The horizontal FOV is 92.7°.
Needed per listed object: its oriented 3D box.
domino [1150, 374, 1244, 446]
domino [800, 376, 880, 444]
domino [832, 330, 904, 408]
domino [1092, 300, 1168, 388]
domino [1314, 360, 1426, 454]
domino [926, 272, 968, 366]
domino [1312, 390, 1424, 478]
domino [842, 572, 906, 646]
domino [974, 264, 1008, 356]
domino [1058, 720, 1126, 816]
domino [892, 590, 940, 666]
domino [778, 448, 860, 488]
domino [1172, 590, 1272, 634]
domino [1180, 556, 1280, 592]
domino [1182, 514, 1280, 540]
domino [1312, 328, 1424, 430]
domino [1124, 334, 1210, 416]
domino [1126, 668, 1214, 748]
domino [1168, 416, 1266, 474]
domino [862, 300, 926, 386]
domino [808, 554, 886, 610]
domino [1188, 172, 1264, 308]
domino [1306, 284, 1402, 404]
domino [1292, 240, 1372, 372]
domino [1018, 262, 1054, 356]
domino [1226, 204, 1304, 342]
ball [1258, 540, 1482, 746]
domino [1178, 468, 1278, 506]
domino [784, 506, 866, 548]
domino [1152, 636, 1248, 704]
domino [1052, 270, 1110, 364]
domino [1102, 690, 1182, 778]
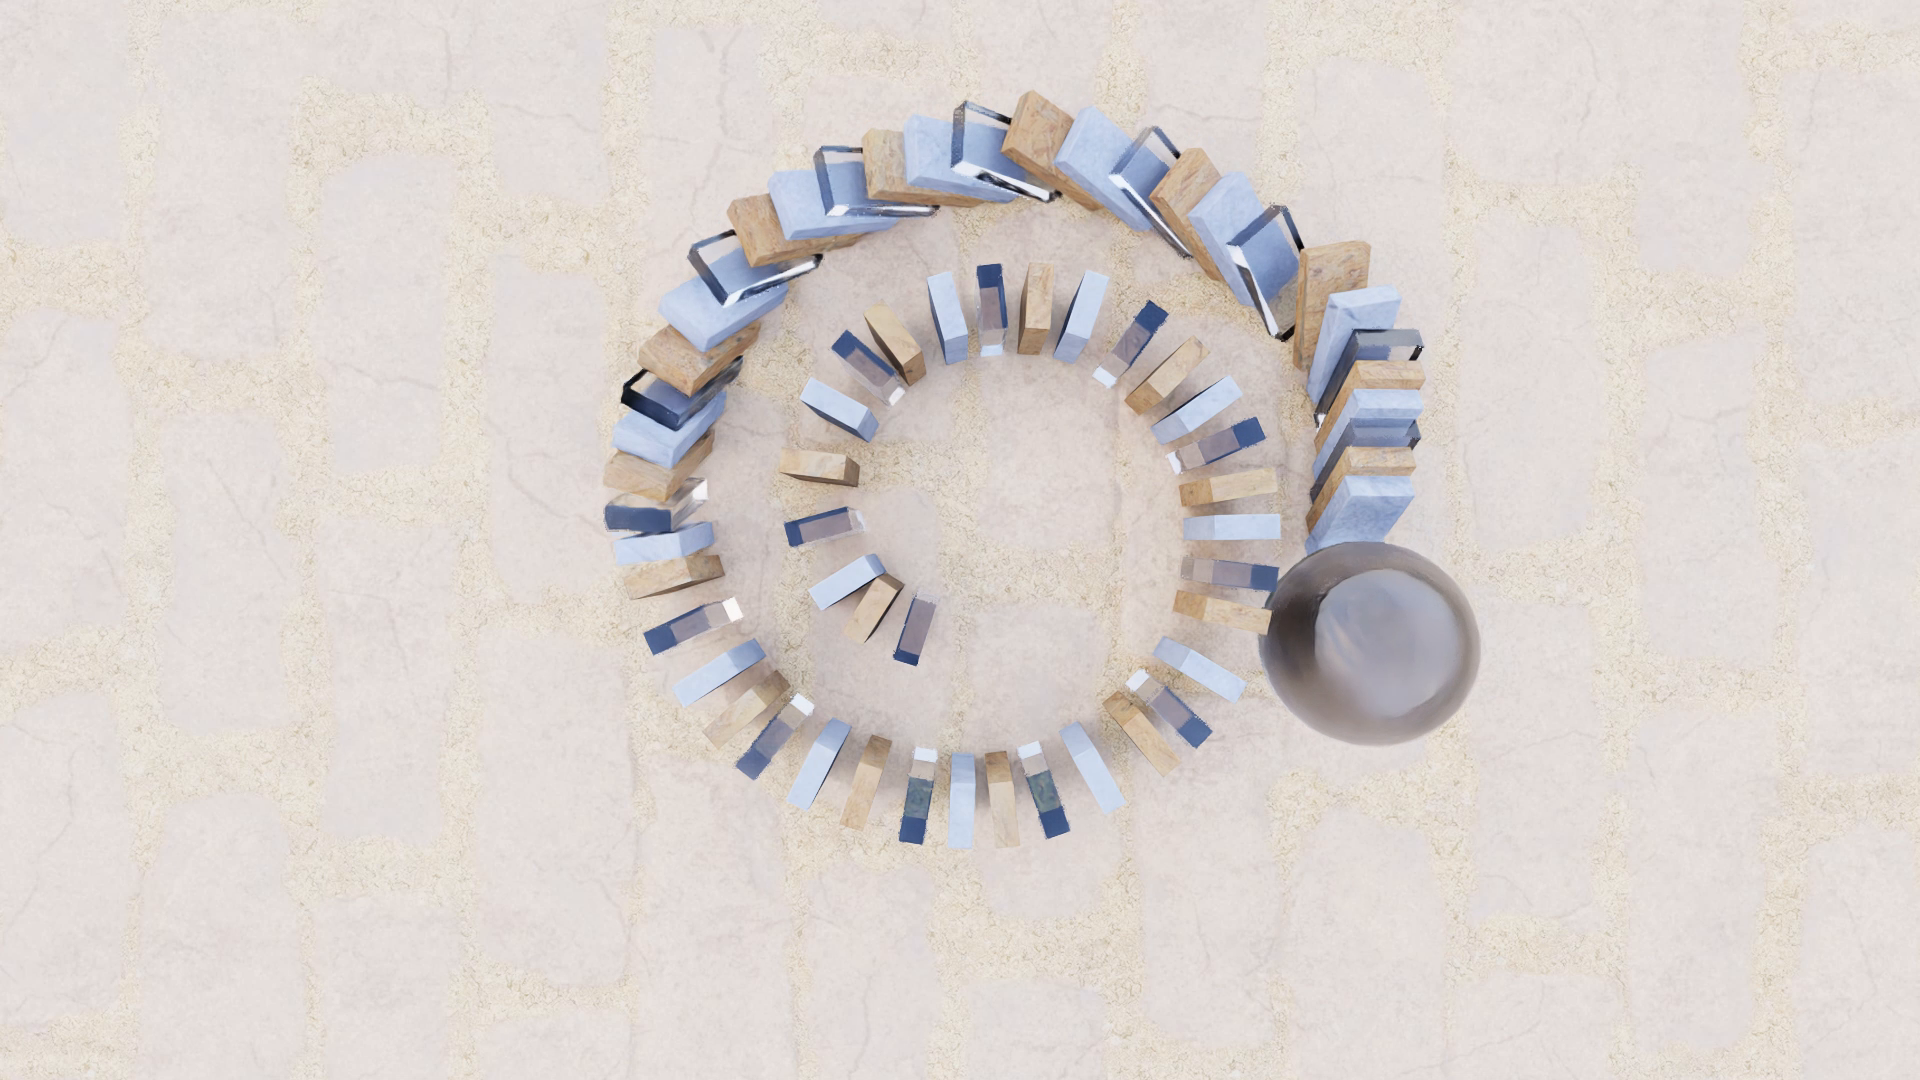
[{"bbox_3d":[0.096,-0.052,0.375,0.025,0.050,0.010,-35,90,0],"label":"domino"},{"bbox_3d":[-0.048,-0.052,0.375,0.025,0.050,0.009,28,90,0],"label":"domino"},{"bbox_3d":[-0.037,-0.069,0.375,0.025,0.050,0.009,40,90,0],"label":"domino"},{"bbox_3d":[0.069,-0.079,0.375,0.009,0.050,0.025,36,90,0],"label":"domino"},{"bbox_3d":[0.167,-0.053,0.376,0.025,0.050,0.009,0,58,0],"label":"domino"},{"bbox_3d":[-0.005,-0.090,0.375,0.009,0.050,0.025,-16,90,0],"label":"domino"},{"bbox_3d":[0.166,-0.041,0.376,0.025,0.050,0.009,0,58,0],"label":"domino"},{"bbox_3d":[-0.035,0.027,0.375,0.010,0.050,0.025,33,90,0],"label":"domino"},{"bbox_3d":[0.012,-0.093,0.375,0.010,0.050,0.025,-6,90,0],"label":"domino"},{"bbox_3d":[0.053,0.092,0.375,0.010,0.050,0.025,-30,90,0],"label":"domino"},{"bbox_3d":[-0.017,0.035,0.375,0.010,0.050,0.025,18,90,0],"label":"domino"},{"bbox_3d":[-0.056,-0.029,0.375,0.025,0.050,0.010,7,90,0],"label":"domino"},{"bbox_3d":[0.106,0.029,0.375,0.025,0.050,0.010,13,90,0],"label":"domino"},{"bbox_3d":[0.109,0.014,0.375,0.025,0.050,0.009,7,90,0],"label":"domino"},{"bbox_3d":[0.110,-0.005,0.375,0.025,0.050,0.009,-1,90,0],"label":"domino"},{"bbox_3d":[0.167,-0.065,0.377,0.025,0.050,0.010,0,56,0],"label":"domino"},{"bbox_3d":[0.084,-0.066,0.375,0.025,0.050,0.009,-45,90,0],"label":"domino"},{"bbox_3d":[0.085,0.068,0.375,0.025,0.050,0.009,44,90,0],"label":"domino"},{"bbox_3d":[0.104,-0.038,0.375,0.025,0.050,0.009,-24,90,0],"label":"domino"},{"bbox_3d":[-0.026,-0.080,0.375,0.010,0.050,0.025,-37,90,0],"label":"domino"},{"bbox_3d":[-0.045,0.017,0.375,0.025,0.050,0.009,-32,90,0],"label":"domino"},{"bbox_3d":[0.118,-0.125,0.382,0.025,0.009,0.050,-48,123,-3],"label":"domino"},{"bbox_3d":[0.161,-0.080,0.378,0.025,0.050,0.009,-9,51,0],"label":"domino"},{"bbox_3d":[0.154,-0.097,0.382,0.025,0.009,0.050,-10,123,-1],"label":"domino"},{"bbox_3d":[0.031,-0.093,0.375,0.010,0.050,0.025,4,90,0],"label":"domino"},{"bbox_3d":[0.133,-0.111,0.383,0.025,0.009,0.050,-41,123,0],"label":"domino"},{"bbox_3d":[0.159,0.040,0.360,0.080,0.080,0.080,0,90,0],"label":"ball"},{"bbox_3d":[0.108,-0.021,0.375,0.025,0.050,0.009,-9,90,0],"label":"domino"},{"bbox_3d":[-0.054,-0.005,0.375,0.025,0.050,0.009,-15,90,0],"label":"domino"},{"bbox_3d":[0.097,0.052,0.375,0.025,0.050,0.009,31,90,0],"label":"domino"},{"bbox_3d":[0.049,-0.090,0.375,0.009,0.050,0.025,19,90,0],"label":"domino"},{"bbox_3d":[0.073,0.078,0.375,0.010,0.050,0.025,-39,90,0],"label":"domino"}]
